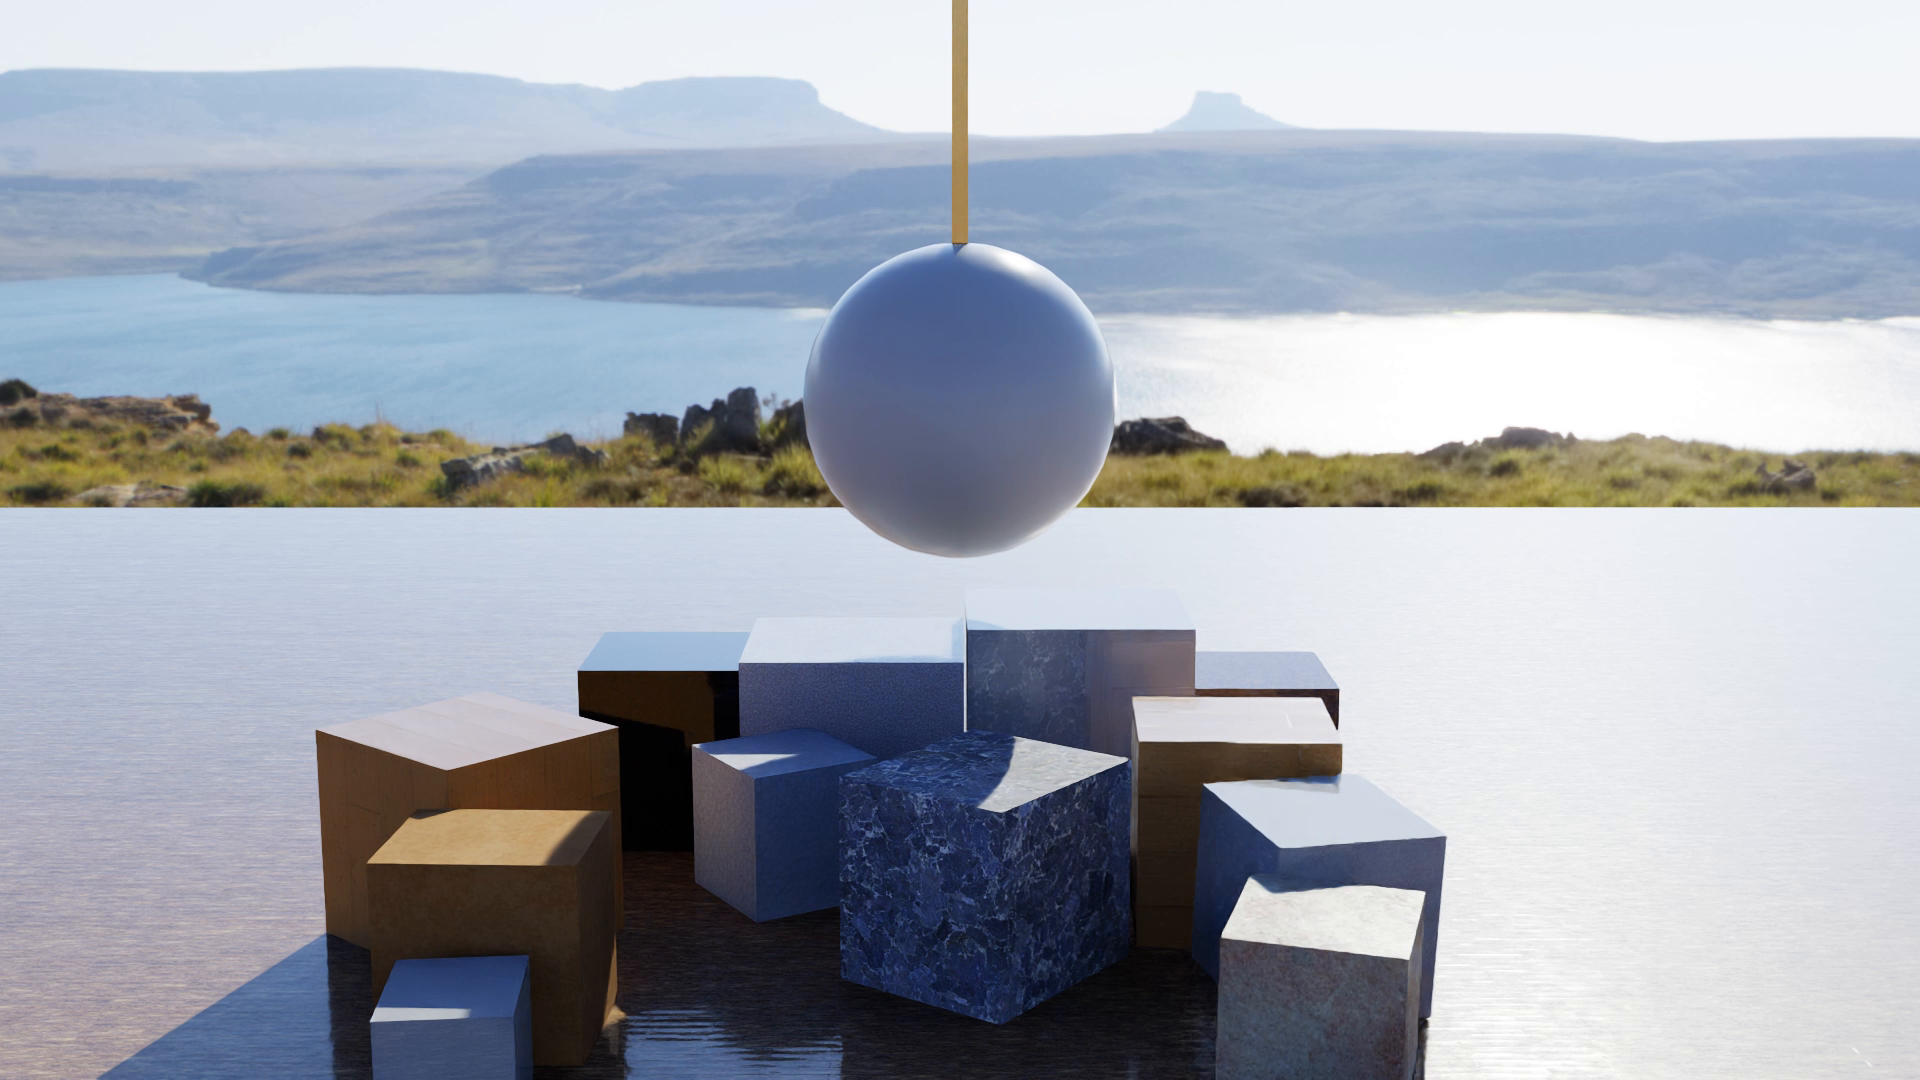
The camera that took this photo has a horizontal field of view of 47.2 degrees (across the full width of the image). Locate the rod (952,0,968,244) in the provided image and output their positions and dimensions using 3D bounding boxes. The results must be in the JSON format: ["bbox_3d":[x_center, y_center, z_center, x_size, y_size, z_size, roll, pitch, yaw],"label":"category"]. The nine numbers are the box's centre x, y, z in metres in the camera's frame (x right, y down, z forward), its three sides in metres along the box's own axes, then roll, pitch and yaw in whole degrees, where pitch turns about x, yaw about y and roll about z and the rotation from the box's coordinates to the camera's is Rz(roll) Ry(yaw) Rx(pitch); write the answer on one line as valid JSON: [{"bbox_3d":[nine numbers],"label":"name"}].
[{"bbox_3d":[0.000,-4.037,10.502,0.080,5.200,0.080,0,12,0],"label":"rod"}]

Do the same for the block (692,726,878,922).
[{"bbox_3d":[-0.827,1.325,10.377,0.638,0.679,0.659,-6,12,-31],"label":"block"}]

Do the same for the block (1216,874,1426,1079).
[{"bbox_3d":[1.351,1.714,8.208,0.667,0.672,0.715,4,12,16],"label":"block"}]

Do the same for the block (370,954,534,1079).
[{"bbox_3d":[-1.842,1.857,8.028,0.493,0.474,0.594,-1,10,-6],"label":"block"}]

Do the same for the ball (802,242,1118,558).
[{"bbox_3d":[0.000,-0.706,11.182,1.600,1.600,1.600,0,10,0],"label":"ball"}]

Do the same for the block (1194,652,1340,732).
[{"bbox_3d":[1.525,1.070,11.384,0.719,0.821,0.803,0,10,0],"label":"block"}]

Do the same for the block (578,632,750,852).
[{"bbox_3d":[-1.489,1.023,11.348,0.793,0.928,0.867,0,10,0],"label":"block"}]

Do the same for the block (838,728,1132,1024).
[{"bbox_3d":[0.115,1.401,9.383,0.834,0.887,0.957,8,13,36],"label":"block"}]

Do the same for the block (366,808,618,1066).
[{"bbox_3d":[-1.836,1.562,8.730,0.803,0.804,0.691,0,10,2],"label":"block"}]

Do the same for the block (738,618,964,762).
[{"bbox_3d":[-0.533,0.993,11.345,1.103,0.987,1.028,0,10,0],"label":"block"}]

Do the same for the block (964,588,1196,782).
[{"bbox_3d":[0.593,0.907,11.410,1.124,1.133,1.011,0,10,-1],"label":"block"}]

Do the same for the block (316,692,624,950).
[{"bbox_3d":[-2.180,1.295,9.813,0.971,0.941,0.913,9,14,41],"label":"block"}]

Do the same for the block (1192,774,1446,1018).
[{"bbox_3d":[1.461,1.478,9.071,0.724,0.778,0.776,-2,13,-17],"label":"block"}]

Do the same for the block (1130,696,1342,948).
[{"bbox_3d":[1.229,1.267,9.969,0.878,0.940,0.782,0,10,2],"label":"block"}]
